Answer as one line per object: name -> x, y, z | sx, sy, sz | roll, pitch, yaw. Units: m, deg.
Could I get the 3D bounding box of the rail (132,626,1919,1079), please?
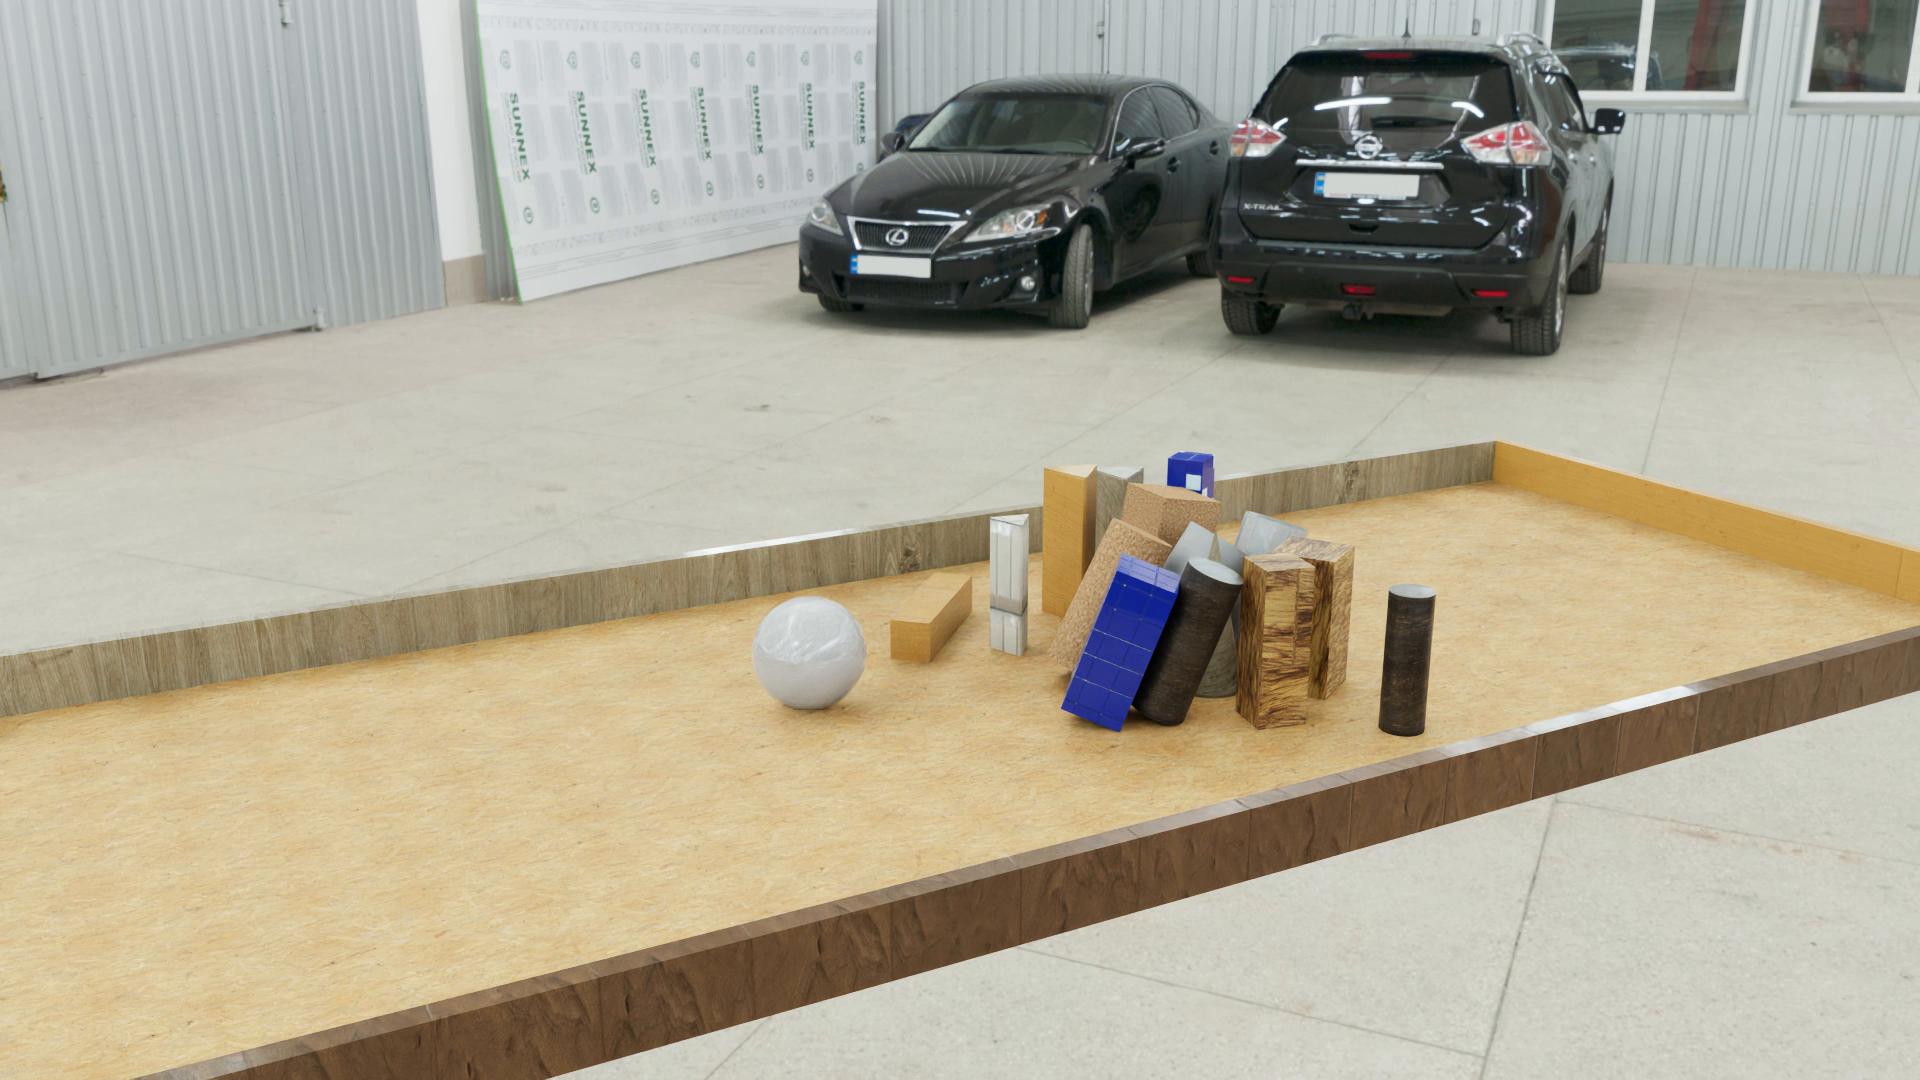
rail -> -2.336, 1.006, 1.665 | 12.000, 0.150, 0.050 | -9, 18, -27

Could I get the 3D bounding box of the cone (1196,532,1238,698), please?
cone -> 0.621, 0.168, 4.057 | 0.167, 0.410, 0.167 | 0, 16, 0

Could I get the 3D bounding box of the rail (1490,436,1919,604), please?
rail -> 2.466, -0.048, 5.253 | 0.050, 0.150, 2.100 | -9, 18, -27

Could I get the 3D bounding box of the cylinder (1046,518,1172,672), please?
cylinder -> 0.373, 0.150, 4.117 | 0.165, 0.377, 0.165 | 25, 7, -3

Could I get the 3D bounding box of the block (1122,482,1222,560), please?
block -> 0.534, 0.063, 4.401 | 0.179, 0.391, 0.179 | 4, 13, -28

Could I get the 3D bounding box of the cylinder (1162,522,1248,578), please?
cylinder -> 0.572, 0.143, 4.190 | 0.179, 0.340, 0.179 | 32, 3, -2

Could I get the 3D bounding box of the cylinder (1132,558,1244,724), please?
cylinder -> 0.528, 0.236, 3.849 | 0.137, 0.372, 0.137 | 18, 18, -6

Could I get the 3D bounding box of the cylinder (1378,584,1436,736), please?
cylinder -> 1.033, 0.278, 3.812 | 0.105, 0.337, 0.105 | 0, 16, 0

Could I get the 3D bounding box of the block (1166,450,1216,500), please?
block -> 0.632, -0.008, 4.566 | 0.100, 0.459, 0.100 | 8, 18, 26

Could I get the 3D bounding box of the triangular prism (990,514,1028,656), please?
triangular prism -> 0.148, 0.113, 4.338 | 0.106, 0.357, 0.091 | 14, 21, 39

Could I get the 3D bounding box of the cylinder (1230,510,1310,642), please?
cylinder -> 0.784, 0.105, 4.347 | 0.173, 0.328, 0.173 | 17, 7, -2

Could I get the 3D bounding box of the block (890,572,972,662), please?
block -> -0.074, 0.205, 4.469 | 0.107, 0.107, 0.424 | 4, 17, 15

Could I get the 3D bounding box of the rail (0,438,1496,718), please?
rail -> -3.305, 0.497, 3.399 | 12.000, 0.150, 0.050 | -9, 18, -27

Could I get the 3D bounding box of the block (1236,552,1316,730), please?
block -> 0.737, 0.236, 3.865 | 0.122, 0.388, 0.122 | -5, 17, -16

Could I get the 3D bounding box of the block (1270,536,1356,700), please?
block -> 0.862, 0.191, 4.081 | 0.162, 0.352, 0.162 | 9, 19, 29

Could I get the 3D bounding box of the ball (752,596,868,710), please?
ball -> -0.359, 0.270, 3.955 | 0.272, 0.272, 0.272 | 0, 16, 0

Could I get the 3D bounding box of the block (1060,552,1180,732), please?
block -> 0.375, 0.238, 3.849 | 0.147, 0.365, 0.147 | 21, 19, 3

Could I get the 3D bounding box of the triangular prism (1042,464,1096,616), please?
triangular prism -> 0.332, 0.001, 4.613 | 0.132, 0.416, 0.152 | -16, 22, -42

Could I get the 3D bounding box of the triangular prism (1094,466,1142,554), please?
triangular prism -> 0.485, -0.039, 4.877 | 0.133, 0.345, 0.153 | -11, 20, -33
